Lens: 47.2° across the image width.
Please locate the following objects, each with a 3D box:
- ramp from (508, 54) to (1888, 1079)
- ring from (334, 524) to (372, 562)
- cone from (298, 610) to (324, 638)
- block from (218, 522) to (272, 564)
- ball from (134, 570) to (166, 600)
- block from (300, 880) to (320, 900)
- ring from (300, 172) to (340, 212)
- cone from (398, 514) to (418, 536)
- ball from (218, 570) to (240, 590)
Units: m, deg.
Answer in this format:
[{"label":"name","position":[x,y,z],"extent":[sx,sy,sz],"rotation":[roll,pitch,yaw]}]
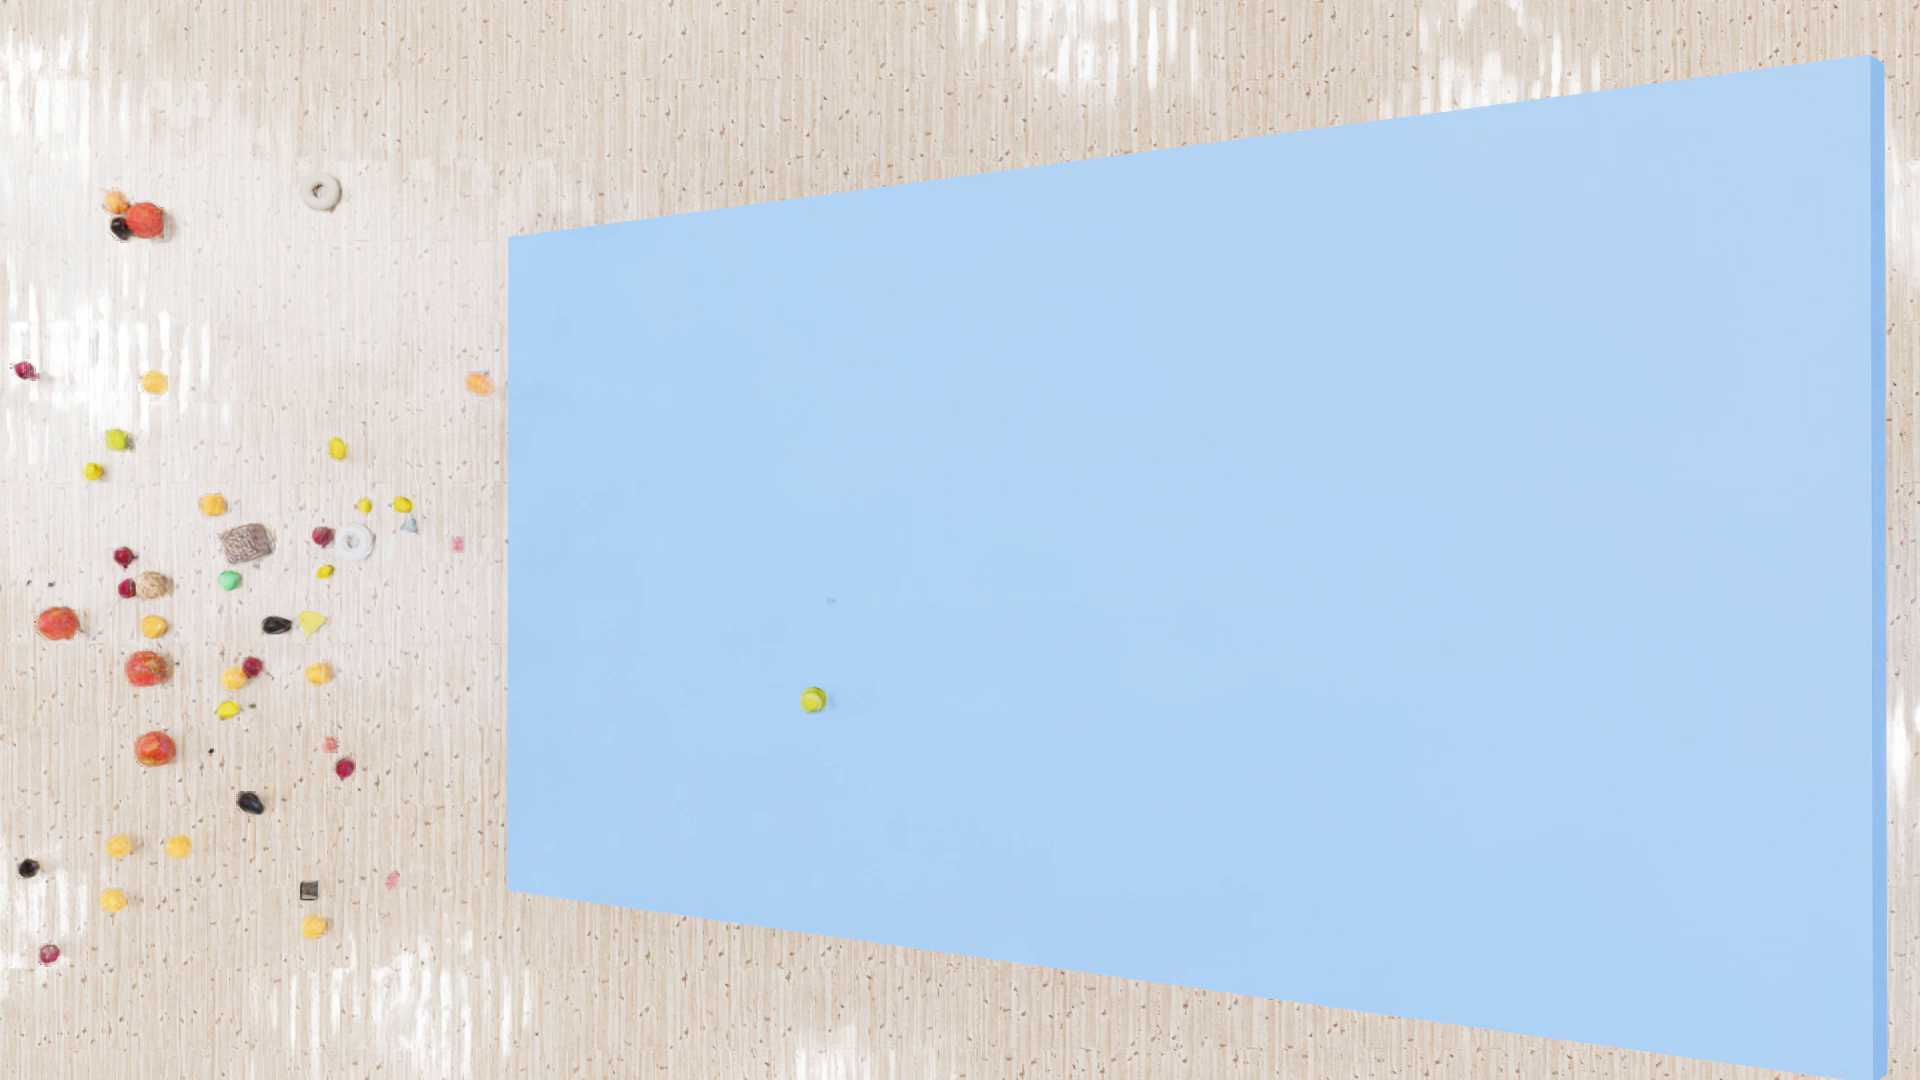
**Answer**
[{"label":"ramp","position":[0.224,0.064,5.541],"extent":[4.000,0.100,2.000],"rotation":[0,90,38]},{"label":"ring","position":[-1.873,0.008,6.790],"extent":[0.121,0.040,0.121],"rotation":[0,88,0]},{"label":"cone","position":[-2.009,0.273,6.790],"extent":[0.080,0.080,0.080],"rotation":[19,116,0]},{"label":"block","position":[-2.193,0.010,6.752],"extent":[0.098,0.098,0.098],"rotation":[-20,90,12]},{"label":"ball","position":[-2.490,0.139,6.764],"extent":[0.090,0.090,0.090],"rotation":[0,90,0]},{"label":"block","position":[-2.000,1.077,6.767],"extent":[0.053,0.053,0.053],"rotation":[2,89,-6]},{"label":"ring","position":[-1.978,-1.077,6.797],"extent":[0.122,0.041,0.122],"rotation":[0,88,0]},{"label":"cone","position":[-1.690,-0.054,6.770],"extent":[0.059,0.059,0.059],"rotation":[24,106,0]},{"label":"ball","position":[-2.254,0.125,6.777],"extent":[0.063,0.063,0.063],"rotation":[0,90,0]}]
